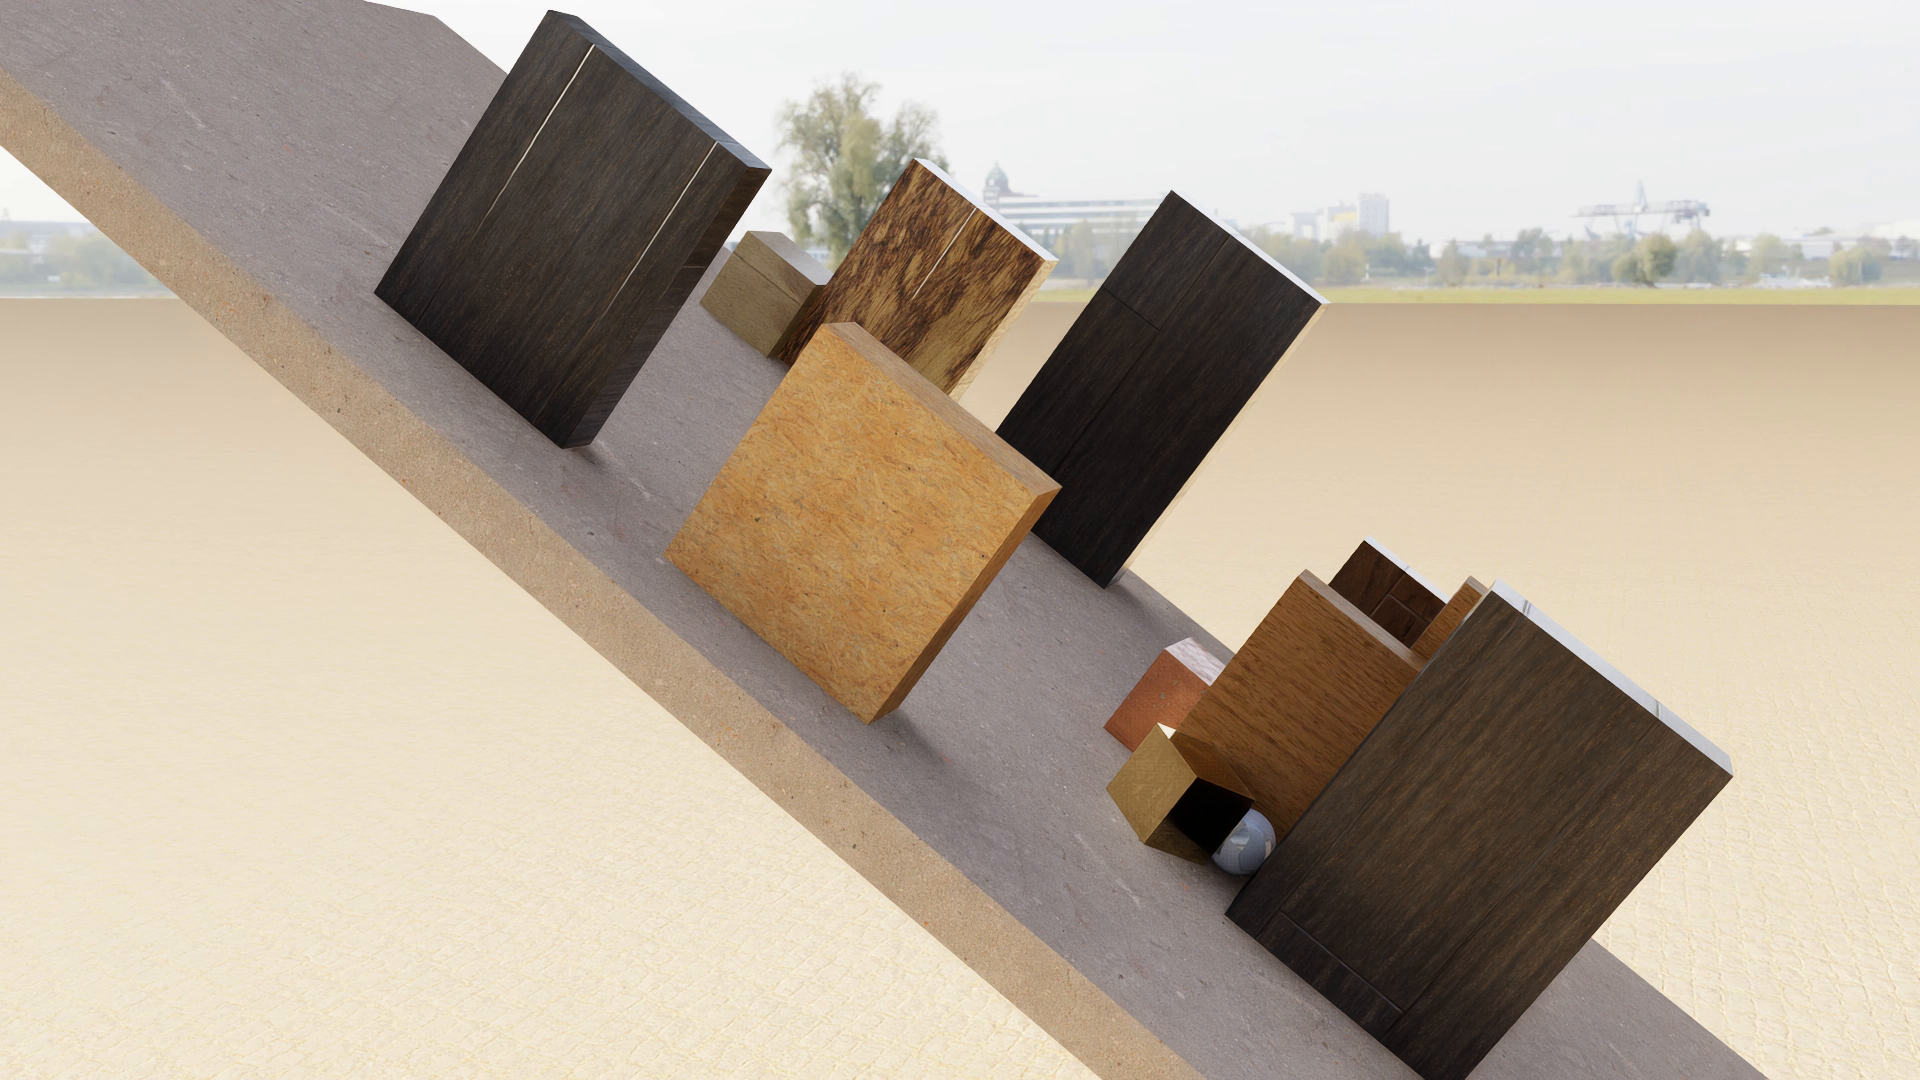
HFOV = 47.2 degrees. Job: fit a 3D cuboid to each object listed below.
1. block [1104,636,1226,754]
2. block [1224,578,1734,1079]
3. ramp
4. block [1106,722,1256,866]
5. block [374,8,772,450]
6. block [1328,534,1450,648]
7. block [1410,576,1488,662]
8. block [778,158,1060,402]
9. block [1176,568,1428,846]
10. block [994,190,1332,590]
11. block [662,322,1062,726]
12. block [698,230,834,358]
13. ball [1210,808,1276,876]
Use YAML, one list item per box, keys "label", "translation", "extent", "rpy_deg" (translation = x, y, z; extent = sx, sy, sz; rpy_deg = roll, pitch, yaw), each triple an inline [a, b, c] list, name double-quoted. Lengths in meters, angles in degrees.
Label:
- label: "block"
  translation: [0.409, 0.315, 3.970]
  extent: [0.185, 0.185, 0.185]
  rpy_deg: [40, 16, 13]
- label: "block"
  translation: [0.808, 0.467, 3.464]
  extent: [0.446, 0.675, 0.147]
  rpy_deg: [39, 16, 9]
- label: "ramp"
  translation: [-0.059, 0.121, 4.067]
  extent: [4.000, 0.100, 2.000]
  rpy_deg: [39, 16, 9]
- label: "block"
  translation: [0.365, 0.422, 3.642]
  extent: [0.146, 0.146, 0.146]
  rpy_deg: [24, 20, -36]
- label: "block"
  translation: [-0.613, -0.483, 3.454]
  extent: [0.408, 0.539, 0.099]
  rpy_deg: [39, 16, 9]
- label: "block"
  translation: [0.816, 0.315, 4.285]
  extent: [0.433, 0.479, 0.084]
  rpy_deg: [39, 16, 9]
- label: "block"
  translation: [0.825, 0.369, 3.953]
  extent: [0.240, 0.584, 0.105]
  rpy_deg: [39, 16, 9]
- label: "block"
  translation: [-0.090, -0.484, 4.611]
  extent: [0.351, 0.512, 0.110]
  rpy_deg: [39, 16, 9]
- label: "block"
  translation: [0.580, 0.341, 3.746]
  extent: [0.348, 0.460, 0.105]
  rpy_deg: [39, 16, 9]
- label: "block"
  translation: [0.393, -0.318, 4.697]
  extent: [0.394, 0.759, 0.140]
  rpy_deg: [39, 16, 9]
- label: "block"
  translation: [-0.149, -0.028, 3.313]
  extent: [0.409, 0.437, 0.144]
  rpy_deg: [39, 16, 9]
- label: "block"
  translation: [-0.396, -0.524, 4.678]
  extent: [0.189, 0.189, 0.189]
  rpy_deg: [39, 16, 9]
- label: "ball"
  translation: [0.471, 0.505, 3.684]
  extent: [0.115, 0.115, 0.115]
  rpy_deg: [0, 7, 0]
